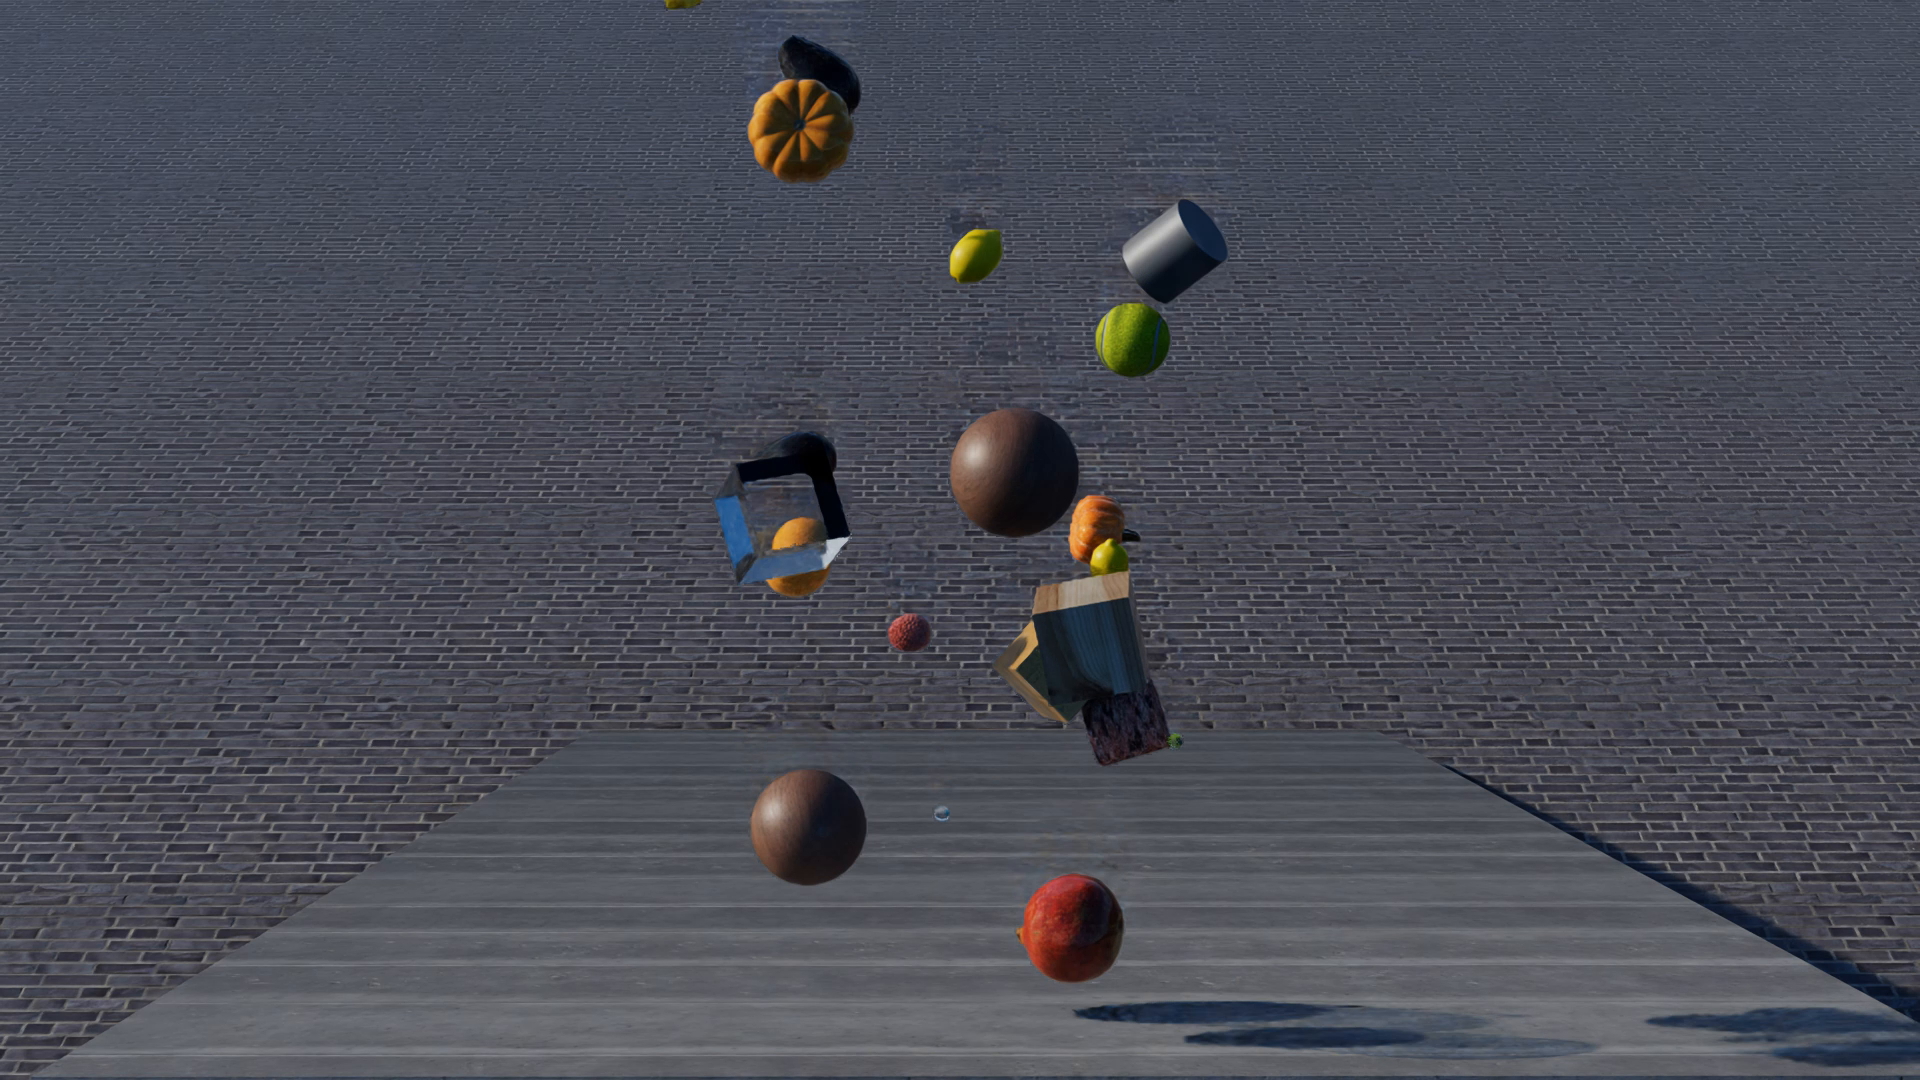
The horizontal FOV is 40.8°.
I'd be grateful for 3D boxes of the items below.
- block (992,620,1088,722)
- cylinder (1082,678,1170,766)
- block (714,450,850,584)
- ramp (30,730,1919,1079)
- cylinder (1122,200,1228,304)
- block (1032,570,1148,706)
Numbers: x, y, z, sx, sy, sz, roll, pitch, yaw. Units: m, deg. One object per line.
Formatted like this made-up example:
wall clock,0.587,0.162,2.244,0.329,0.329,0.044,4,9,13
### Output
block,0.102,0.135,2.777,0.082,0.082,0.082,-48,13,-11
cylinder,0.180,0.198,2.805,0.077,0.077,0.077,-18,26,9
block,-0.180,-0.023,2.605,0.095,0.095,0.095,-10,73,-23
ramp,0.063,0.563,4.601,2.000,0.100,4.000,0,1,0
cylinder,0.199,-0.267,2.386,0.069,0.069,0.069,-36,12,29
block,0.125,0.093,2.458,0.091,0.091,0.091,-11,14,7
